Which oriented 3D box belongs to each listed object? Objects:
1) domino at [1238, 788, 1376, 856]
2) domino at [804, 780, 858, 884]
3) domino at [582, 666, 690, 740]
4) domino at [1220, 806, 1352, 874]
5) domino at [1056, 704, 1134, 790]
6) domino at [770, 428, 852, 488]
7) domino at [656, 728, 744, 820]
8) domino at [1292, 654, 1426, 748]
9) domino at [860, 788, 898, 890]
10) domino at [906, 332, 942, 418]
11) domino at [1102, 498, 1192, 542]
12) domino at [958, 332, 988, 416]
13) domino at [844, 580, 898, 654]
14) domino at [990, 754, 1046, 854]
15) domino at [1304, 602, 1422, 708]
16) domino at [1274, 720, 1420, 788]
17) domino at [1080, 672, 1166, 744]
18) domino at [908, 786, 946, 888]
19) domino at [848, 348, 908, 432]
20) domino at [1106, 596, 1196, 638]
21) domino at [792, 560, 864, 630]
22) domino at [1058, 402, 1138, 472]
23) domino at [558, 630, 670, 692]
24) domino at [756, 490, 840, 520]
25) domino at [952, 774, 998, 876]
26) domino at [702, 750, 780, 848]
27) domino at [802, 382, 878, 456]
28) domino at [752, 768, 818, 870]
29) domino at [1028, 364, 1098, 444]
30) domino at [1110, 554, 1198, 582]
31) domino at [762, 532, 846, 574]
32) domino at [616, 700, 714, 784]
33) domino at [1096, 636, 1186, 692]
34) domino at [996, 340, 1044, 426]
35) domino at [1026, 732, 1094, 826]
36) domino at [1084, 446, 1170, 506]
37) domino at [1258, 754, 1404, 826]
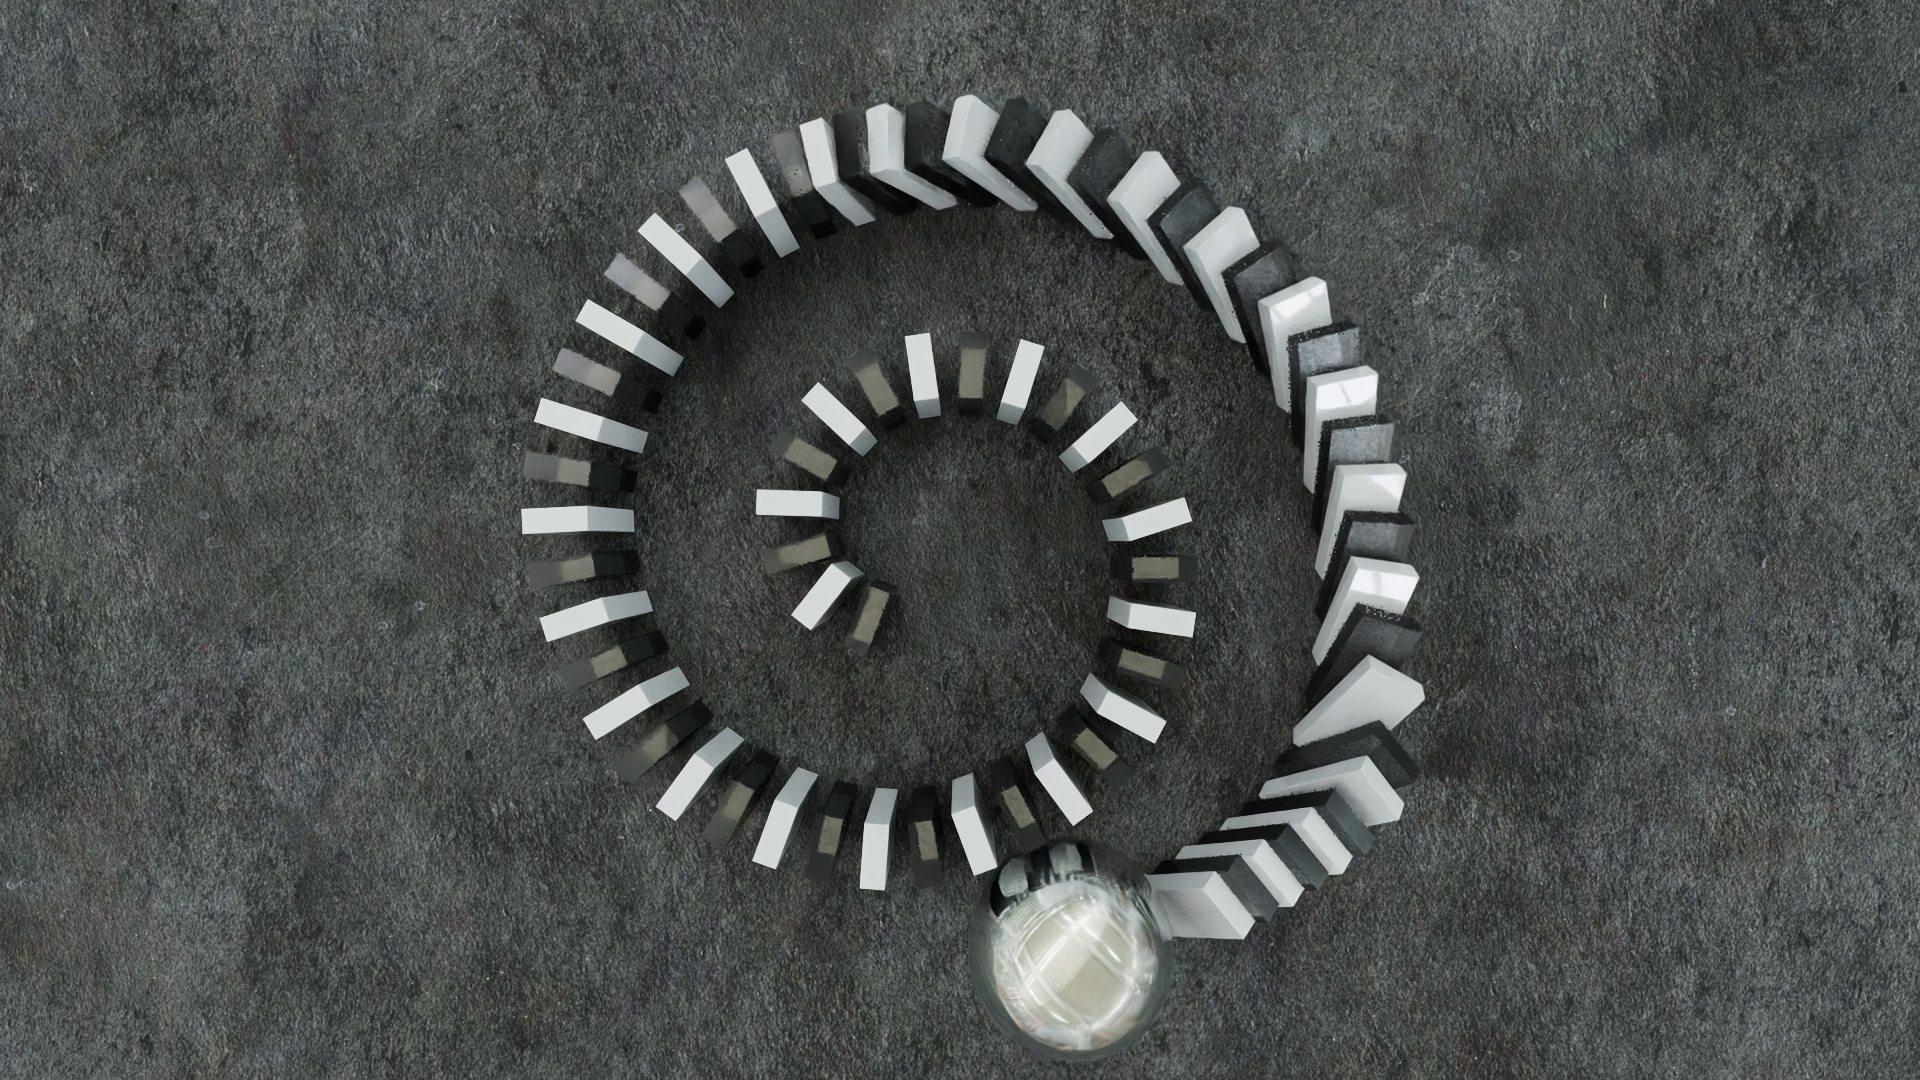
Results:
[{"bbox_3d":[0.141,0.118,0.376,0.009,0.050,0.025,-39,90,-33],"label":"domino"},{"bbox_3d":[-0.052,0.118,0.375,0.009,0.050,0.025,13,90,0],"label":"domino"},{"bbox_3d":[-0.131,0.066,0.375,0.025,0.050,0.010,-32,90,0],"label":"domino"},{"bbox_3d":[0.132,0.125,0.376,0.009,0.050,0.025,-39,90,-33],"label":"domino"},{"bbox_3d":[0.054,0.084,0.375,0.025,0.050,0.010,43,90,0],"label":"domino"},{"bbox_3d":[-0.060,-0.033,0.375,0.025,0.050,0.010,29,90,0],"label":"domino"},{"bbox_3d":[-0.105,0.094,0.375,0.009,0.050,0.025,36,90,0],"label":"domino"},{"bbox_3d":[0.165,0.073,0.382,0.025,0.010,0.050,30,124,0],"label":"domino"},{"bbox_3d":[-0.033,0.121,0.375,0.010,0.050,0.025,4,90,0],"label":"domino"},{"bbox_3d":[-0.015,-0.066,0.375,0.009,0.050,0.025,-8,90,0],"label":"domino"},{"bbox_3d":[0.075,-0.008,0.375,0.025,0.050,0.010,-18,90,0],"label":"domino"},{"bbox_3d":[0.005,-0.067,0.375,0.010,0.050,0.025,4,90,0],"label":"domino"},{"bbox_3d":[-0.036,0.030,0.375,0.009,0.050,0.025,21,90,0],"label":"domino"},{"bbox_3d":[0.023,0.107,0.375,0.010,0.050,0.025,-29,90,0],"label":"domino"},{"bbox_3d":[0.167,0.052,0.383,0.025,0.010,0.050,16,122,0],"label":"domino"},{"bbox_3d":[0.159,0.094,0.379,0.025,0.050,0.010,51,45,0],"label":"domino"},{"bbox_3d":[0.066,0.068,0.375,0.025,0.050,0.009,28,90,0],"label":"domino"},{"bbox_3d":[-0.013,0.120,0.375,0.010,0.050,0.025,-10,90,0],"label":"domino"},{"bbox_3d":[-0.033,-0.060,0.375,0.009,0.050,0.025,-29,90,0],"label":"domino"},{"bbox_3d":[0.077,0.031,0.375,0.025,0.050,0.010,8,90,0],"label":"domino"},{"bbox_3d":[-0.053,0.022,0.375,0.010,0.050,0.025,38,90,0],"label":"domino"},{"bbox_3d":[0.055,-0.041,0.375,0.025,0.050,0.009,-42,90,0],"label":"domino"},{"bbox_3d":[-0.140,0.049,0.375,0.025,0.050,0.009,-25,90,0],"label":"domino"},{"bbox_3d":[-0.065,-0.014,0.375,0.025,0.050,0.010,2,90,0],"label":"domino"},{"bbox_3d":[0.006,0.115,0.375,0.010,0.050,0.025,-20,90,0],"label":"domino"},{"bbox_3d":[-0.088,0.105,0.375,0.009,0.050,0.025,27,90,0],"label":"domino"},{"bbox_3d":[-0.048,-0.048,0.375,0.025,0.050,0.009,43,90,0],"label":"domino"},{"bbox_3d":[-0.071,0.112,0.375,0.010,0.050,0.025,20,90,0],"label":"domino"},{"bbox_3d":[0.041,-0.054,0.375,0.010,0.050,0.025,37,90,0],"label":"domino"},{"bbox_3d":[0.078,0.011,0.375,0.025,0.050,0.010,-1,90,0],"label":"domino"},{"bbox_3d":[-0.063,0.005,0.375,0.025,0.050,0.010,-16,90,0],"label":"domino"},{"bbox_3d":[-0.120,0.081,0.375,0.025,0.050,0.010,-41,90,0],"label":"domino"},{"bbox_3d":[0.073,0.050,0.375,0.025,0.050,0.009,17,90,0],"label":"domino"},{"bbox_3d":[0.024,-0.063,0.375,0.010,0.050,0.025,17,90,0],"label":"domino"},{"bbox_3d":[0.040,0.096,0.375,0.010,0.050,0.025,-36,90,0],"label":"domino"},{"bbox_3d":[0.067,-0.026,0.375,0.025,0.050,0.010,-32,90,0],"label":"domino"},{"bbox_3d":[0.152,0.107,0.378,0.025,0.050,0.009,52,46,-2],"label":"domino"}]
